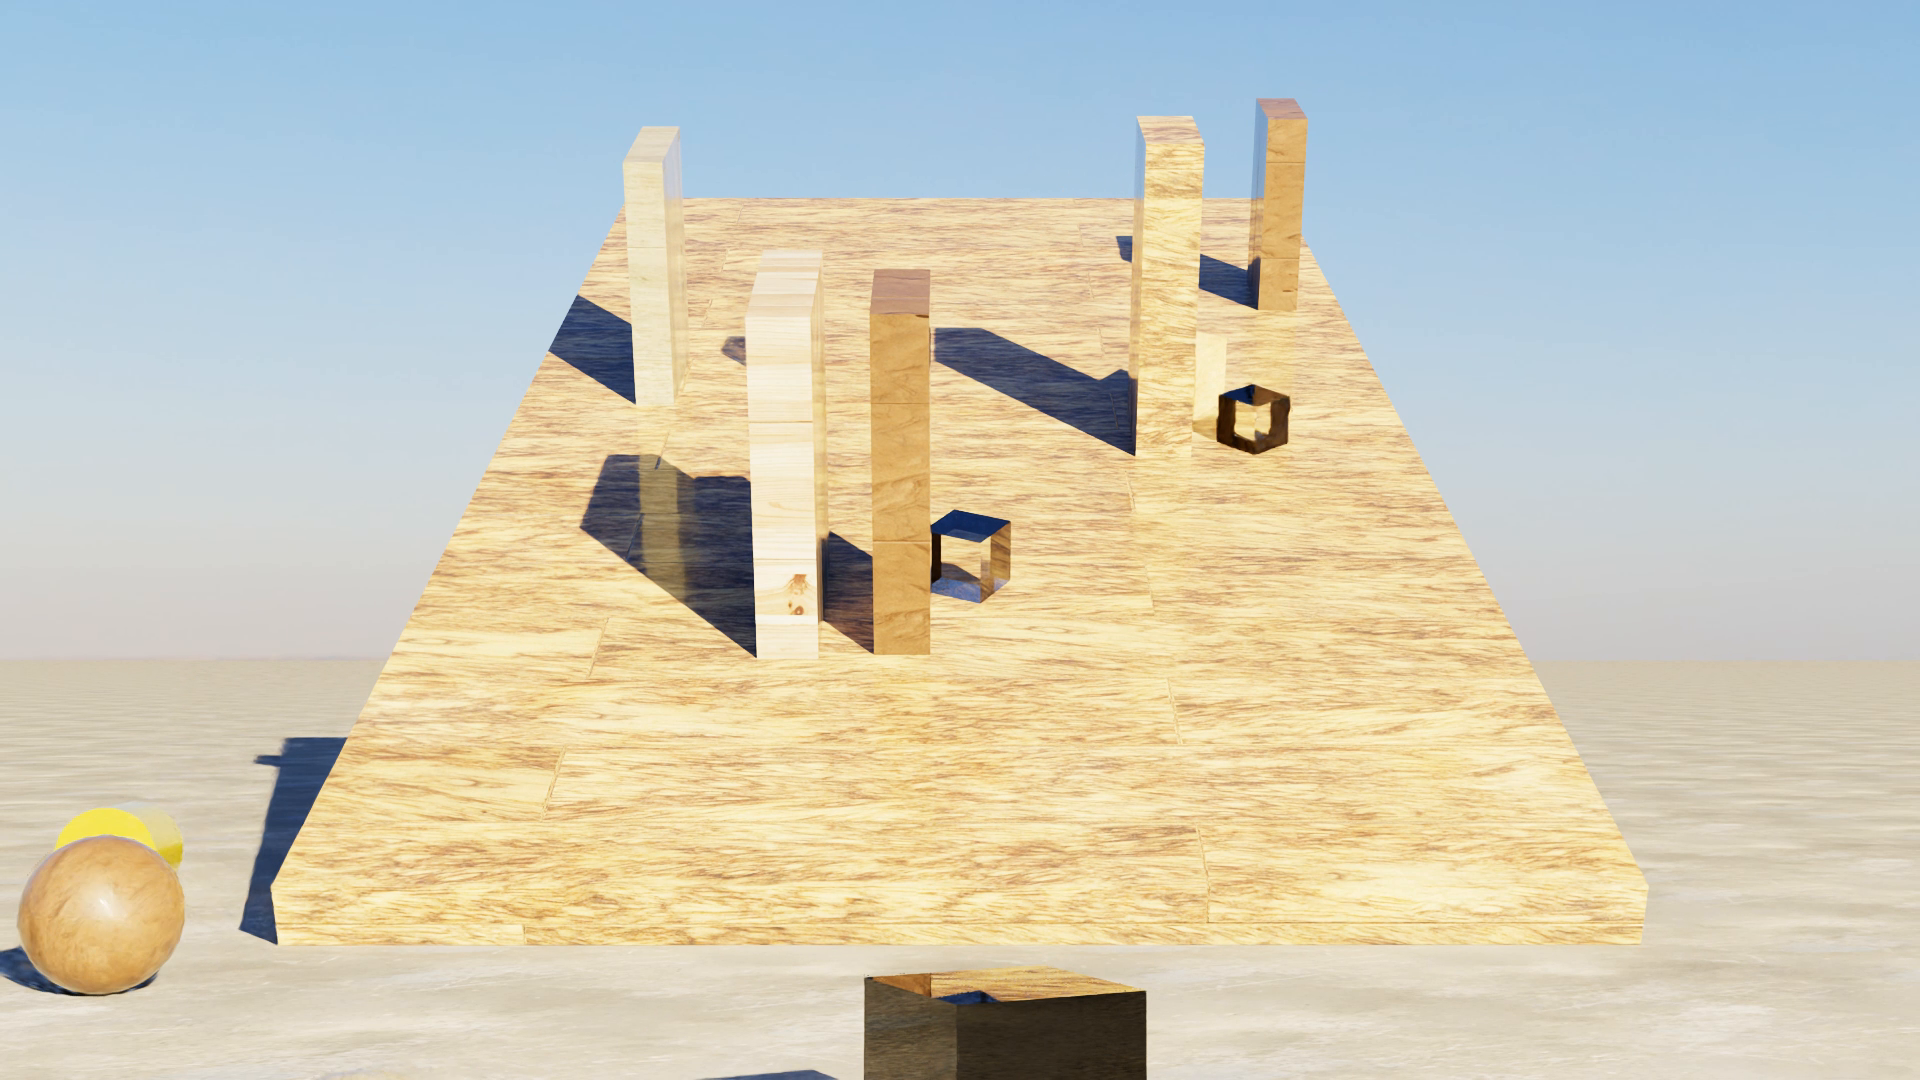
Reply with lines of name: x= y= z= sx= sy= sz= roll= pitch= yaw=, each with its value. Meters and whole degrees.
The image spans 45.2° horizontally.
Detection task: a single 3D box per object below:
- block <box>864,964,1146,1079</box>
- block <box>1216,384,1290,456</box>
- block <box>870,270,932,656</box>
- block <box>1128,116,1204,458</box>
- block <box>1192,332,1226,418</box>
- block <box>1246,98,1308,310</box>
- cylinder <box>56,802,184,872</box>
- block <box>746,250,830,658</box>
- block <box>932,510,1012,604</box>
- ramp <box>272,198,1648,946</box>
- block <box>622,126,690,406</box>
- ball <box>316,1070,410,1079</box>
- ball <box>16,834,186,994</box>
block: x=0.034 y=0.435 z=1.828 sx=0.166 sy=0.166 sz=0.166 roll=1 pitch=-3 yaw=-27
block: x=0.640 y=-0.263 z=5.038 sx=0.110 sy=0.110 sz=0.110 roll=-18 pitch=29 yaw=-37
block: x=-0.102 y=-0.137 z=4.068 sx=0.099 sy=0.625 sz=0.269 roll=0 pitch=23 yaw=0
block: x=0.439 y=-0.545 z=4.968 sx=0.119 sy=0.683 sz=0.264 roll=0 pitch=23 yaw=0
block: x=0.505 y=-0.384 z=5.271 sx=0.151 sy=0.151 sz=0.151 roll=14 pitch=26 yaw=29
block: x=0.821 y=-0.872 z=5.988 sx=0.099 sy=0.498 sz=0.251 roll=0 pitch=23 yaw=0
cylinder: x=-1.445 y=0.539 z=3.970 sx=0.169 sy=0.169 sz=0.169 roll=0 pitch=-3 yaw=-3
block: x=-0.302 y=-0.159 z=4.120 sx=0.108 sy=0.624 sz=0.414 roll=0 pitch=23 yaw=0
block: x=0.013 y=0.030 z=4.320 sx=0.122 sy=0.122 sz=0.122 roll=12 pitch=25 yaw=26
ramp: x=-0.007 y=-0.224 z=5.214 sx=2.000 sy=0.100 sz=4.000 roll=0 pitch=23 yaw=0
block: x=-0.698 y=-0.637 z=5.336 sx=0.086 sy=0.564 sz=0.357 roll=0 pitch=23 yaw=0
ball: x=-0.400 y=0.428 z=1.530 sx=0.150 sy=0.150 sz=0.150 roll=0 pitch=-3 yaw=0
ball: x=-1.080 y=0.471 z=2.906 sx=0.199 sy=0.199 sz=0.199 roll=0 pitch=-3 yaw=0
